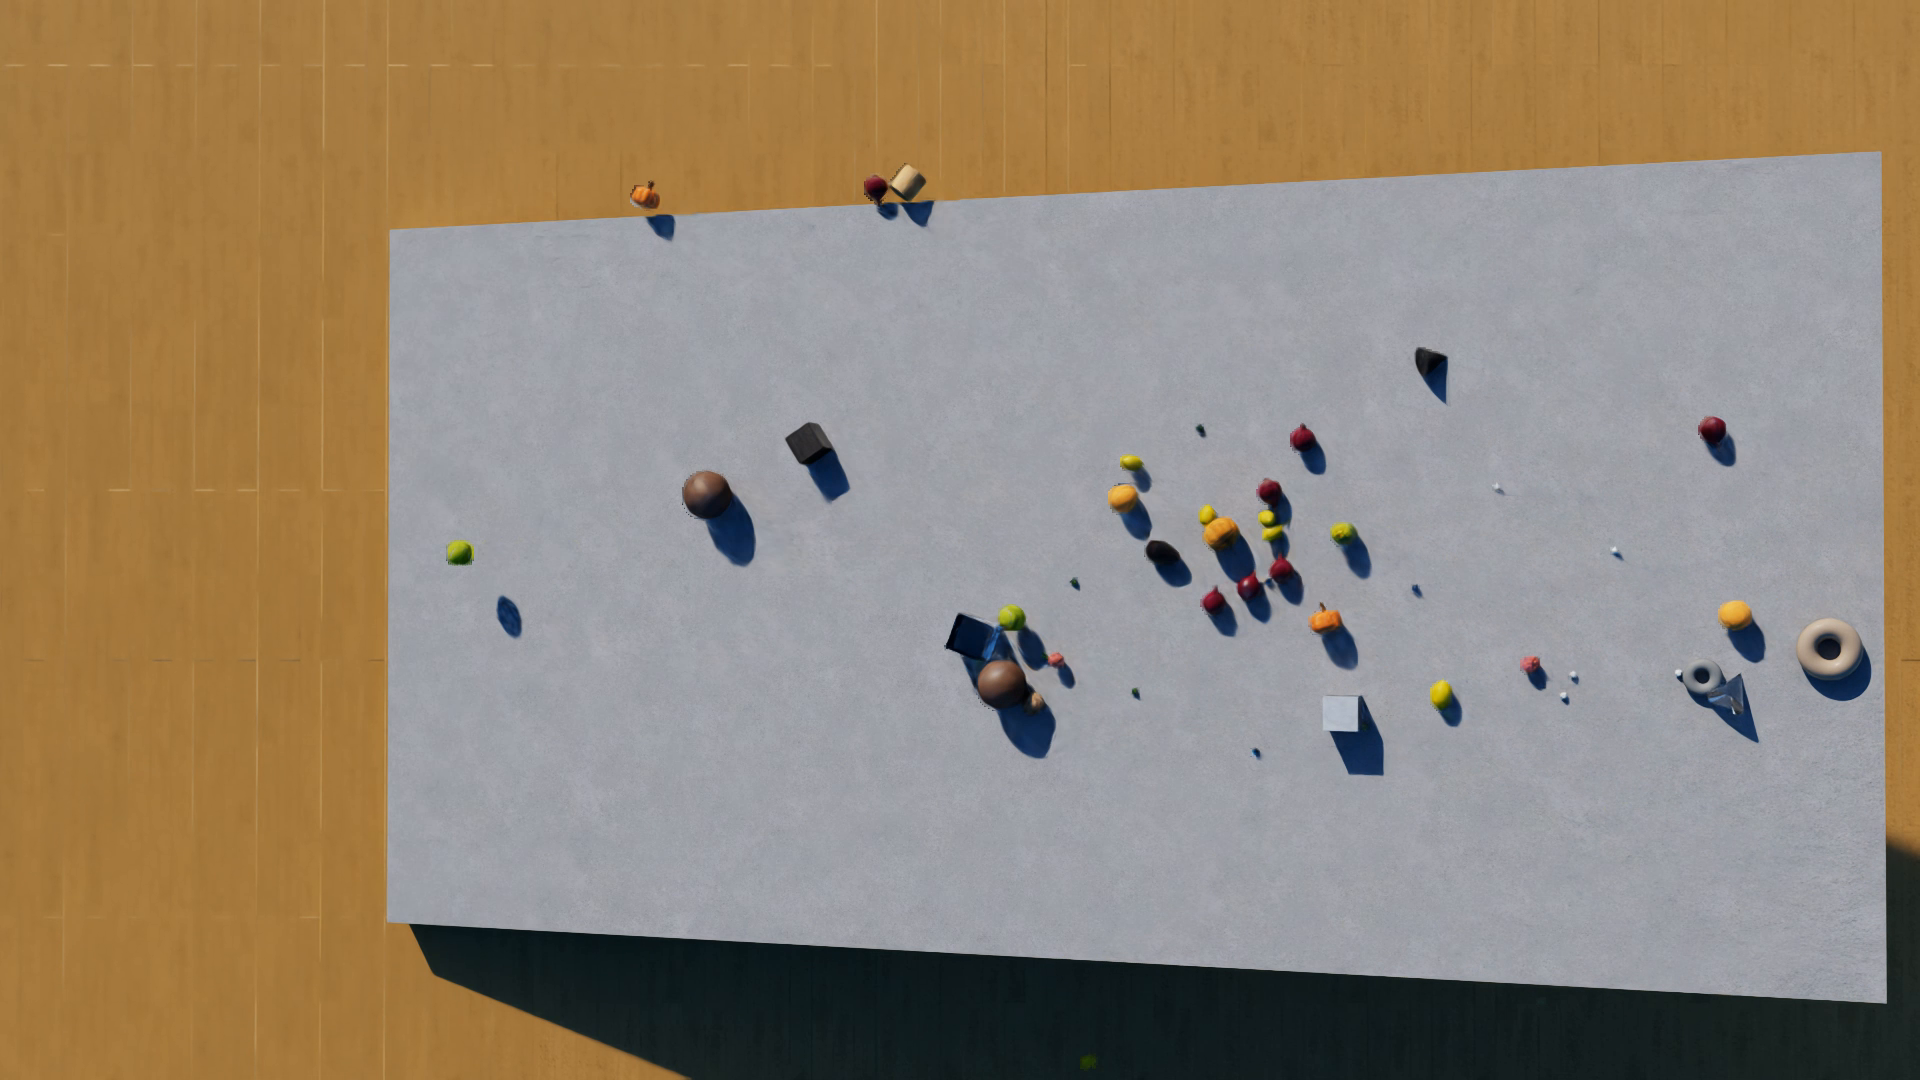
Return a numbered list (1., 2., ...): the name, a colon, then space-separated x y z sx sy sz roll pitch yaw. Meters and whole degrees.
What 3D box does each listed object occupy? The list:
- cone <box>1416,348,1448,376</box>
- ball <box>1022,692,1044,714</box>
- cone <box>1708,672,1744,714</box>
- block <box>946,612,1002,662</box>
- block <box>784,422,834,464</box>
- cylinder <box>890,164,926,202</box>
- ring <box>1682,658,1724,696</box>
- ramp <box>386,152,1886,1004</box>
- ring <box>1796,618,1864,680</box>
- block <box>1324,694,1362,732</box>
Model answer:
1. cone: 1.179 -0.448 5.460 0.072 0.072 0.072 -12 89 -10
2. ball: 0.190 0.426 5.741 0.060 0.060 0.060 0 89 0
3. cone: 1.842 0.352 5.238 0.090 0.090 0.090 34 72 0
4. block: 0.036 0.253 5.771 0.098 0.098 0.098 21 95 16
5. block: -0.406 -0.260 5.925 0.081 0.081 0.081 -34 80 14
6. cylinder: -0.139 -0.951 5.866 0.071 0.071 0.071 38 87 1
7. ring: 1.778 0.329 5.263 0.092 0.031 0.092 0 90 18
8. ramp: 0.274 0.094 5.803 4.000 0.100 2.000 0 89 17
9. ring: 2.045 0.258 5.172 0.148 0.049 0.148 0 89 19
10. block: 0.955 0.431 5.489 0.085 0.085 0.085 0 89 17
